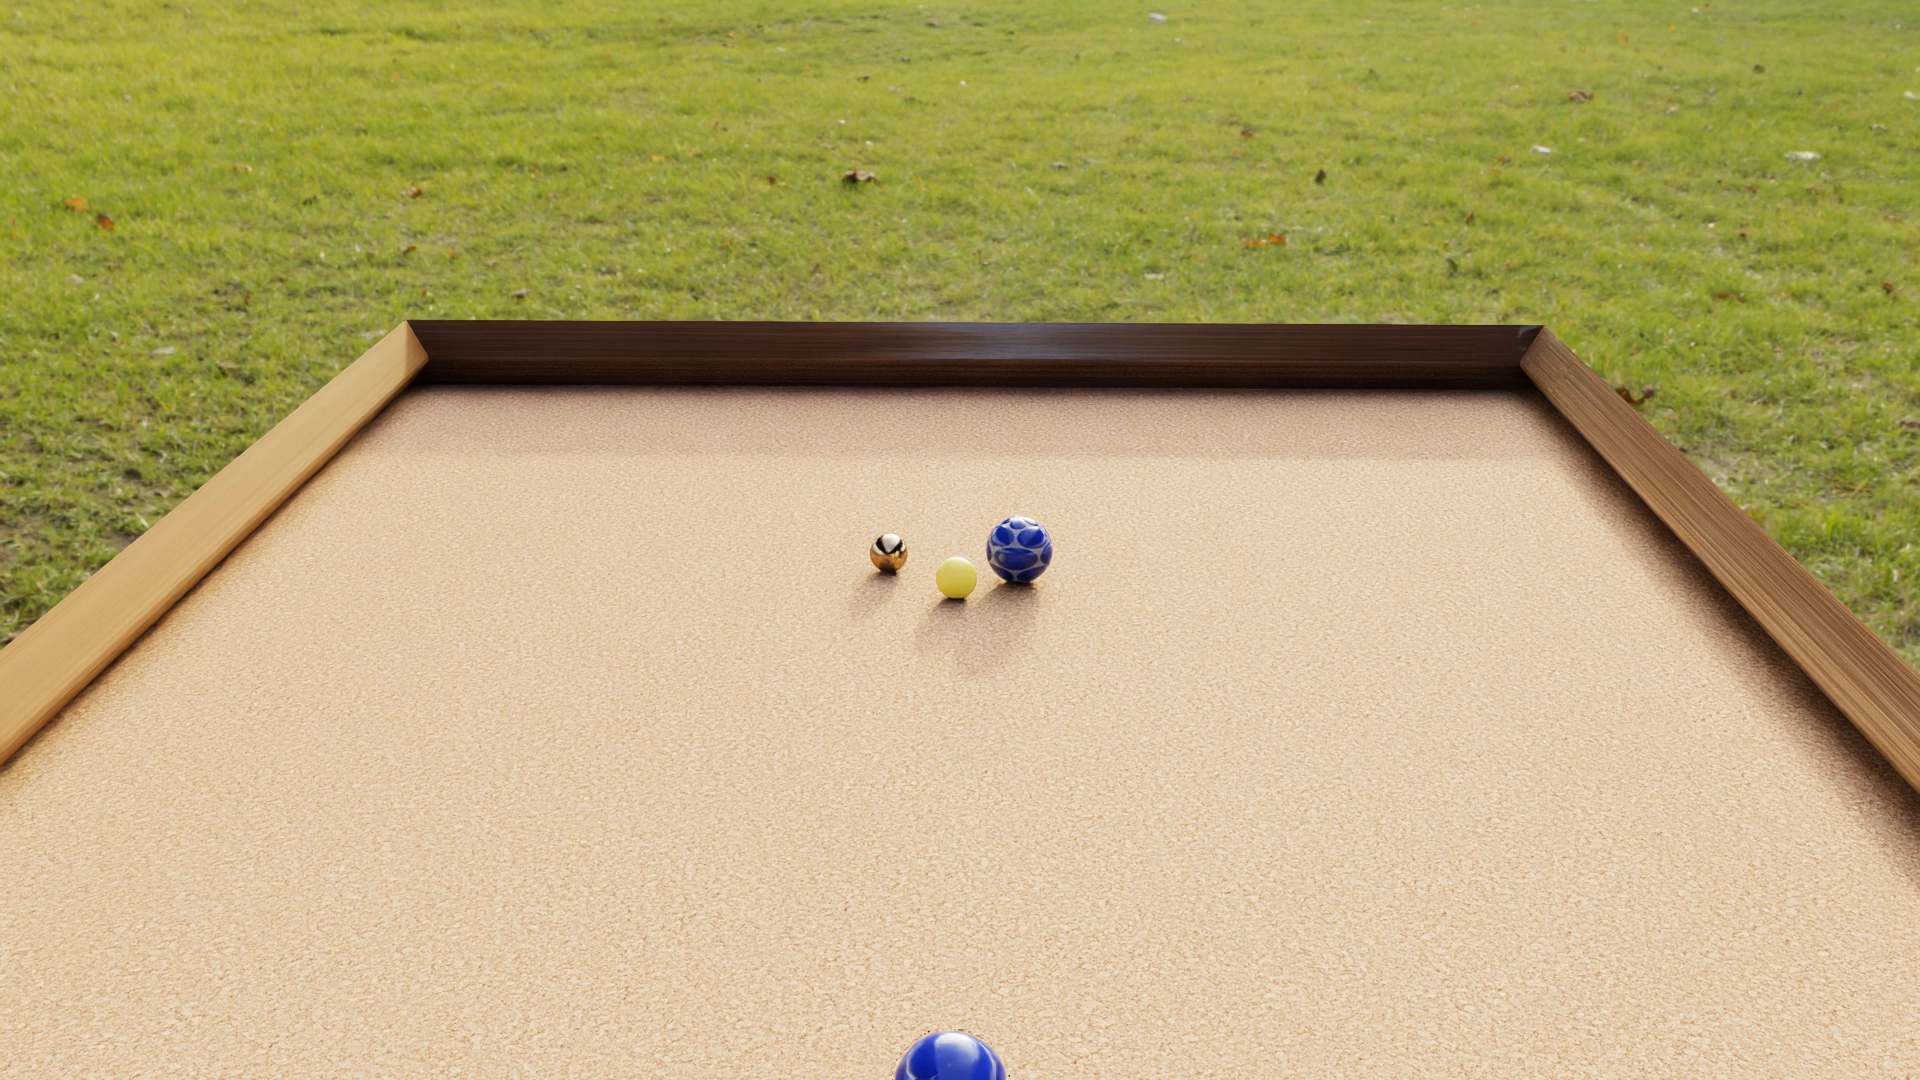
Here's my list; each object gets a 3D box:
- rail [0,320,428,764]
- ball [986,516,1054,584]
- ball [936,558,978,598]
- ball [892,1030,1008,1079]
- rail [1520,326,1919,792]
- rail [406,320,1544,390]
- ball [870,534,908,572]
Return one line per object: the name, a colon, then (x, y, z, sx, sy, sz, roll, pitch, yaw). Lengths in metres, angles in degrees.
rail: (-0.893, 0.243, 1.824, 0.045, 0.103, 3.520, 0, 18, 1)
ball: (0.070, 0.012, 2.579, 0.079, 0.079, 0.079, 0, 18, 0)
ball: (-0.004, 0.044, 2.531, 0.048, 0.048, 0.048, 0, 18, 0)
ball: (-0.006, 0.370, 1.475, 0.079, 0.079, 0.079, 0, 18, 0)
rail: (0.856, 0.255, 1.788, 0.045, 0.103, 3.520, 0, 18, 1)
rail: (0.018, -0.286, 3.457, 1.797, 0.103, 0.045, 0, 18, 1)
ball: (-0.085, 0.016, 2.621, 0.046, 0.046, 0.046, 0, 18, 0)
